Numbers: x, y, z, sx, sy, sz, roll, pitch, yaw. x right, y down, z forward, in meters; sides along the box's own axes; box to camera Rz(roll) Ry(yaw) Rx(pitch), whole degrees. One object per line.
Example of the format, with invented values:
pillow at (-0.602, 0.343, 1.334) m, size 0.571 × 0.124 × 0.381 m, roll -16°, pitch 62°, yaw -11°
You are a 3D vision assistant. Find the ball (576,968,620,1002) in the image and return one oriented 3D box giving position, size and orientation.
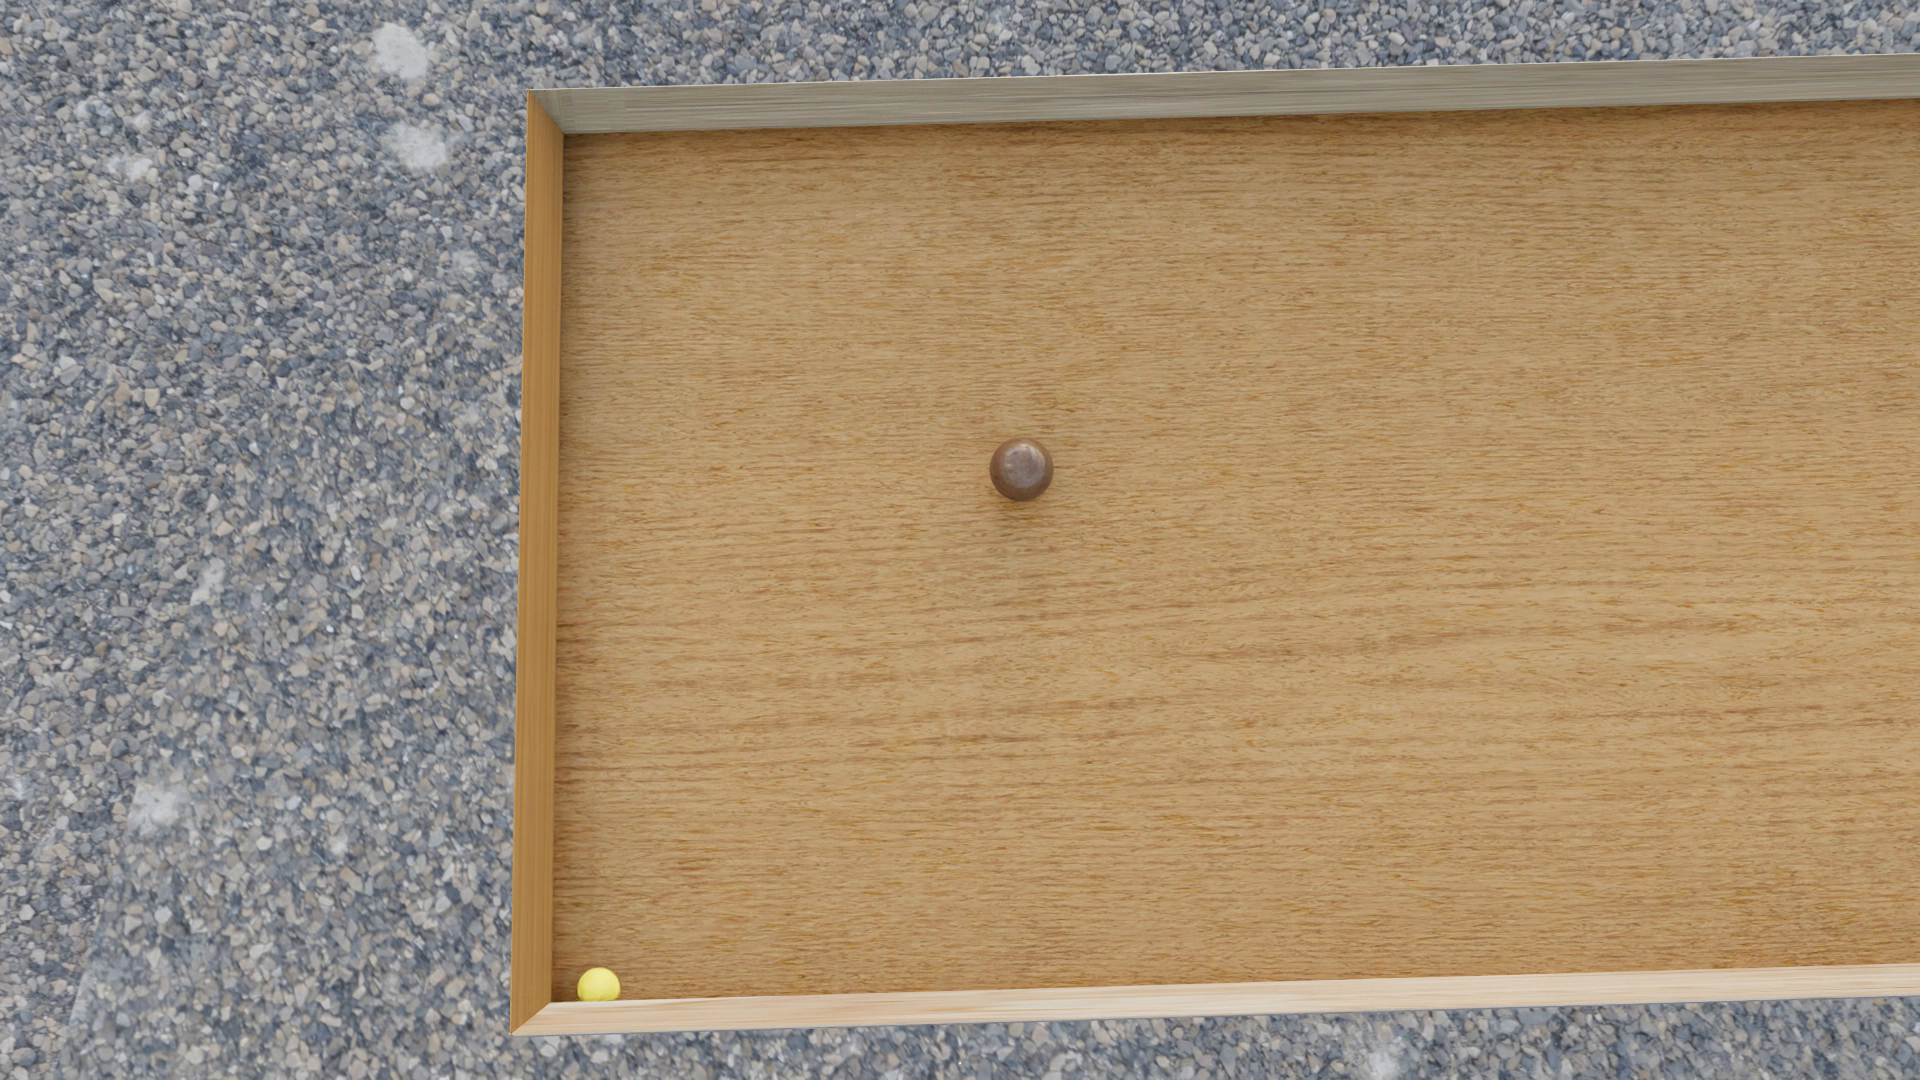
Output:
ball at (-0.522, 0.648, 3.174) m, size 0.061 × 0.061 × 0.061 m, roll 0°, pitch 77°, yaw 0°

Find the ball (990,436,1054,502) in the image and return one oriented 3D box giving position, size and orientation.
ball at (0.093, -0.107, 3.335) m, size 0.098 × 0.098 × 0.098 m, roll 0°, pitch 77°, yaw 0°

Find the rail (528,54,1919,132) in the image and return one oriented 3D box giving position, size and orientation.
rail at (0.629, -0.694, 3.459) m, size 2.594 × 0.127 × 0.045 m, roll -2°, pitch 77°, yaw 0°

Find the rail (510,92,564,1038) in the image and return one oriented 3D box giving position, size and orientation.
rail at (-0.625, 0.011, 3.291) m, size 0.045 × 0.127 × 1.427 m, roll -2°, pitch 77°, yaw 0°

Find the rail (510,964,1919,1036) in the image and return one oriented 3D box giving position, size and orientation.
rail at (0.668, 0.647, 3.140) m, size 2.594 × 0.127 × 0.045 m, roll -2°, pitch 77°, yaw 0°
